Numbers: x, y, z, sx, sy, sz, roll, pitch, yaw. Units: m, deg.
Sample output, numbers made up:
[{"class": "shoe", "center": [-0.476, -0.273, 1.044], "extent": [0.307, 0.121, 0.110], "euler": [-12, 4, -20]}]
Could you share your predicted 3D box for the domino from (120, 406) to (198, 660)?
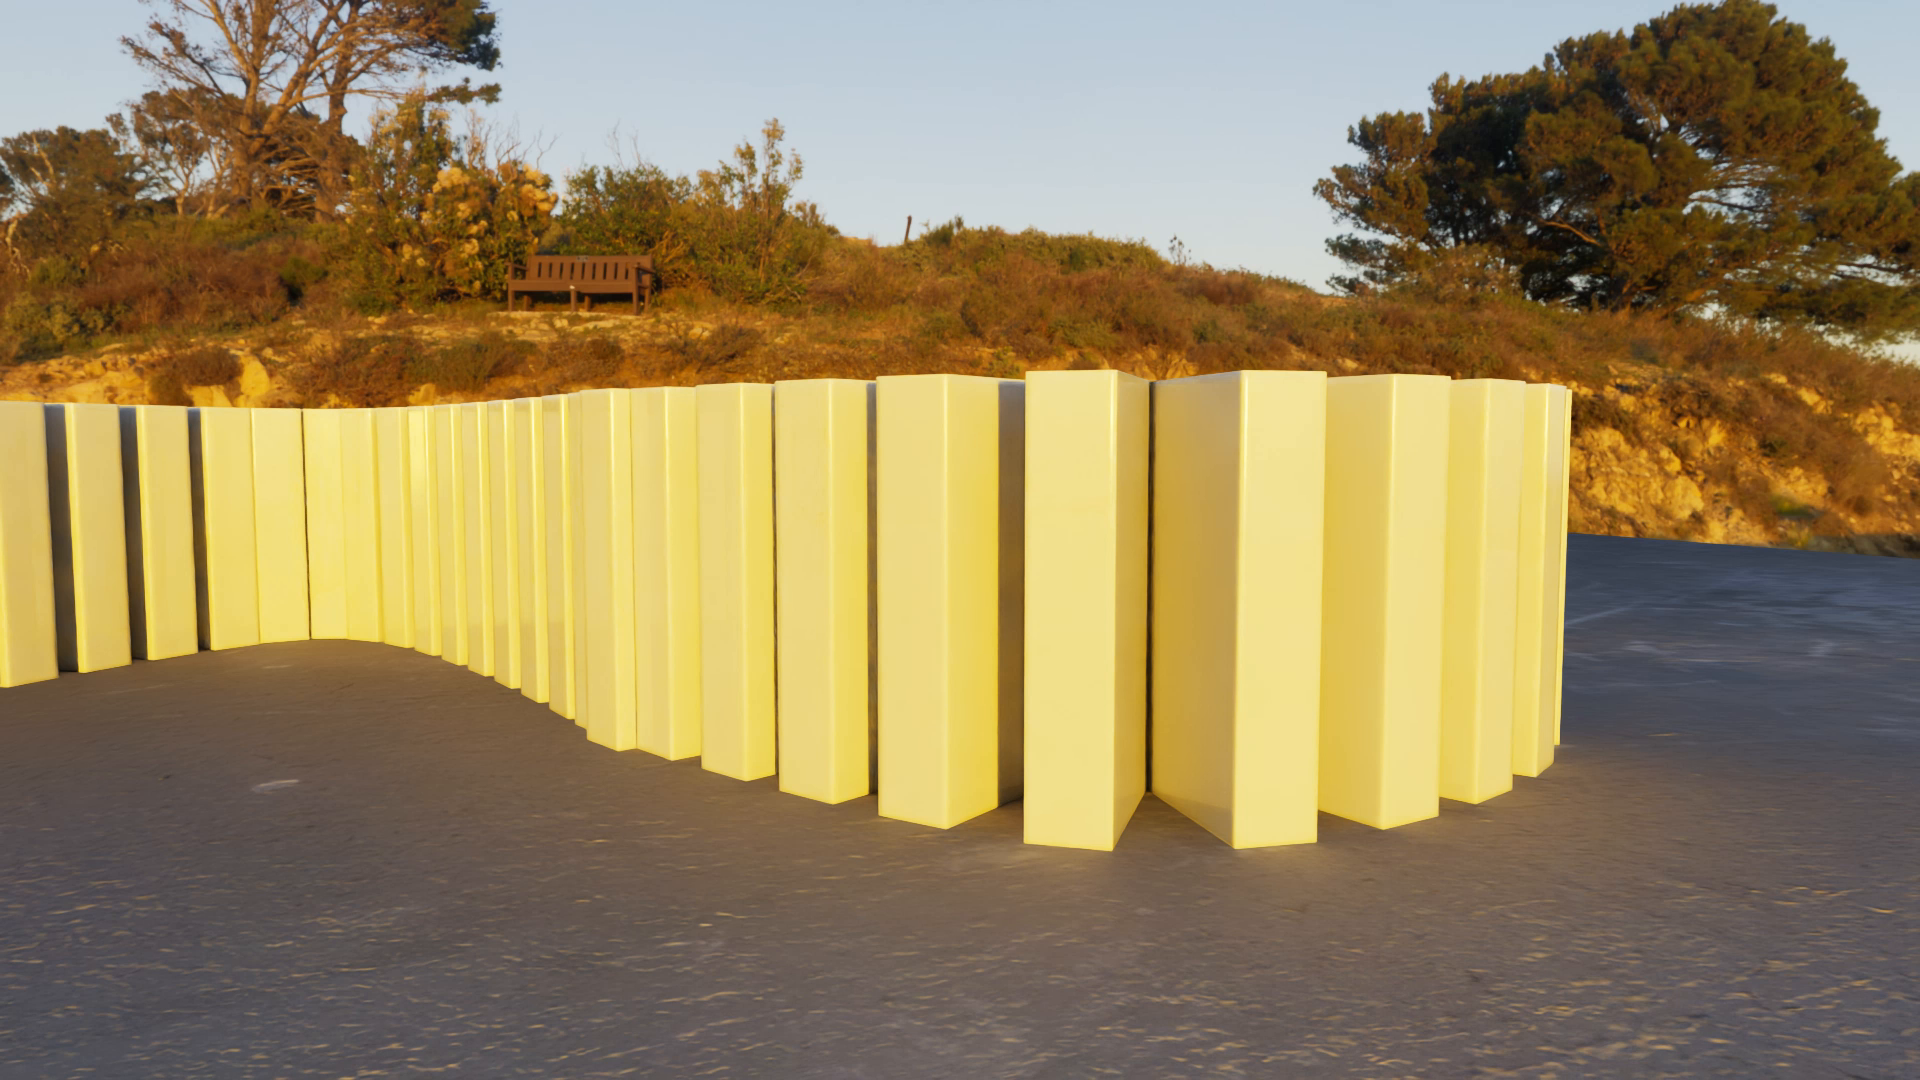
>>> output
[{"class": "domino", "center": [-0.169, -0.002, 0.260], "extent": [0.025, 0.050, 0.009], "euler": [2, 5, 21]}]

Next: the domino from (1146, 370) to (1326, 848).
[{"class": "domino", "center": [0.030, 0.007, 0.146], "extent": [0.009, 0.050, 0.025], "euler": [-1, 4, -14]}]

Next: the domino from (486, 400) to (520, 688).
[{"class": "domino", "center": [-0.071, 0.000, 0.233], "extent": [0.025, 0.050, 0.010], "euler": [-3, 5, -36]}]

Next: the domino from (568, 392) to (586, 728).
[{"class": "domino", "center": [-0.046, 0.003, 0.197], "extent": [0.025, 0.050, 0.009], "euler": [-3, 6, -39]}]

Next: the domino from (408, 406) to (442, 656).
[{"class": "domino", "center": [-0.100, -0.003, 0.268], "extent": [0.025, 0.050, 0.009], "euler": [-4, 6, -43]}]

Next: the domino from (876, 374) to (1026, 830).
[{"class": "domino", "center": [0.002, 0.006, 0.153], "extent": [0.010, 0.050, 0.025], "euler": [3, 5, 34]}]

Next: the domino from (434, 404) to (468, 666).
[{"class": "domino", "center": [-0.090, -0.002, 0.256], "extent": [0.025, 0.050, 0.010], "euler": [-4, 6, -40]}]

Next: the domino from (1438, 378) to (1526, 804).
[{"class": "domino", "center": [0.056, 0.005, 0.162], "extent": [0.009, 0.050, 0.025], "euler": [-4, 6, -42]}]

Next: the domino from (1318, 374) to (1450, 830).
[{"class": "domino", "center": [0.044, 0.006, 0.153], "extent": [0.009, 0.050, 0.025], "euler": [-3, 5, -33]}]

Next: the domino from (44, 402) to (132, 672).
[{"class": "domino", "center": [-0.173, -0.001, 0.245], "extent": [0.025, 0.050, 0.009], "euler": [1, 4, 16]}]

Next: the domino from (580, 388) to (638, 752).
[{"class": "domino", "center": [-0.041, 0.003, 0.188], "extent": [0.025, 0.050, 0.010], "euler": [-4, 6, -42]}]

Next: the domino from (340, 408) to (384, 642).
[{"class": "domino", "center": [-0.124, -0.004, 0.287], "extent": [0.009, 0.050, 0.025], "euler": [2, 5, 26]}]

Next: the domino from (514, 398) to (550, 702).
[{"class": "domino", "center": [-0.062, 0.001, 0.220], "extent": [0.025, 0.050, 0.010], "euler": [-3, 5, -35]}]

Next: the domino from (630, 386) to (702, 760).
[{"class": "domino", "center": [-0.033, 0.004, 0.183], "extent": [0.025, 0.050, 0.010], "euler": [-4, 6, -43]}]

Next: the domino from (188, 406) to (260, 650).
[{"class": "domino", "center": [-0.162, -0.003, 0.273], "extent": [0.025, 0.050, 0.009], "euler": [3, 5, 31]}]

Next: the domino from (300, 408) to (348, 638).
[{"class": "domino", "center": [-0.138, -0.004, 0.291], "extent": [0.010, 0.050, 0.025], "euler": [0, 4, -2]}]

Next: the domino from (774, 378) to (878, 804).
[{"class": "domino", "center": [-0.011, 0.005, 0.162], "extent": [0.009, 0.050, 0.025], "euler": [4, 6, 40]}]

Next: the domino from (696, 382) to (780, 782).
[{"class": "domino", "center": [-0.022, 0.005, 0.172], "extent": [0.010, 0.050, 0.025], "euler": [4, 6, 43]}]

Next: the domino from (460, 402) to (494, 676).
[{"class": "domino", "center": [-0.080, -0.001, 0.245], "extent": [0.025, 0.050, 0.009], "euler": [-3, 6, -39]}]

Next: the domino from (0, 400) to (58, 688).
[{"class": "domino", "center": [-0.177, 0.000, 0.230], "extent": [0.025, 0.050, 0.010], "euler": [1, 4, 14]}]

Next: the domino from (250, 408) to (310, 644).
[{"class": "domino", "center": [-0.153, -0.004, 0.285], "extent": [0.009, 0.050, 0.025], "euler": [-3, 5, -36]}]

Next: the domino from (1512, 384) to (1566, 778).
[{"class": "domino", "center": [0.067, 0.005, 0.173], "extent": [0.025, 0.050, 0.009], "euler": [3, 5, 37]}]

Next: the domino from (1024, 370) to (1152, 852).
[{"class": "domino", "center": [0.015, 0.007, 0.146], "extent": [0.009, 0.050, 0.025], "euler": [1, 4, 16]}]

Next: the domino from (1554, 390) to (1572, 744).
[{"class": "domino", "center": [0.074, 0.004, 0.187], "extent": [0.025, 0.050, 0.009], "euler": [1, 4, 11]}]

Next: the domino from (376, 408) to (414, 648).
[{"class": "domino", "center": [-0.111, -0.003, 0.278], "extent": [0.010, 0.050, 0.025], "euler": [4, 6, 39]}]

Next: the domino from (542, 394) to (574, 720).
[{"class": "domino", "center": [-0.053, 0.002, 0.208], "extent": [0.025, 0.050, 0.009], "euler": [-3, 5, -35]}]
